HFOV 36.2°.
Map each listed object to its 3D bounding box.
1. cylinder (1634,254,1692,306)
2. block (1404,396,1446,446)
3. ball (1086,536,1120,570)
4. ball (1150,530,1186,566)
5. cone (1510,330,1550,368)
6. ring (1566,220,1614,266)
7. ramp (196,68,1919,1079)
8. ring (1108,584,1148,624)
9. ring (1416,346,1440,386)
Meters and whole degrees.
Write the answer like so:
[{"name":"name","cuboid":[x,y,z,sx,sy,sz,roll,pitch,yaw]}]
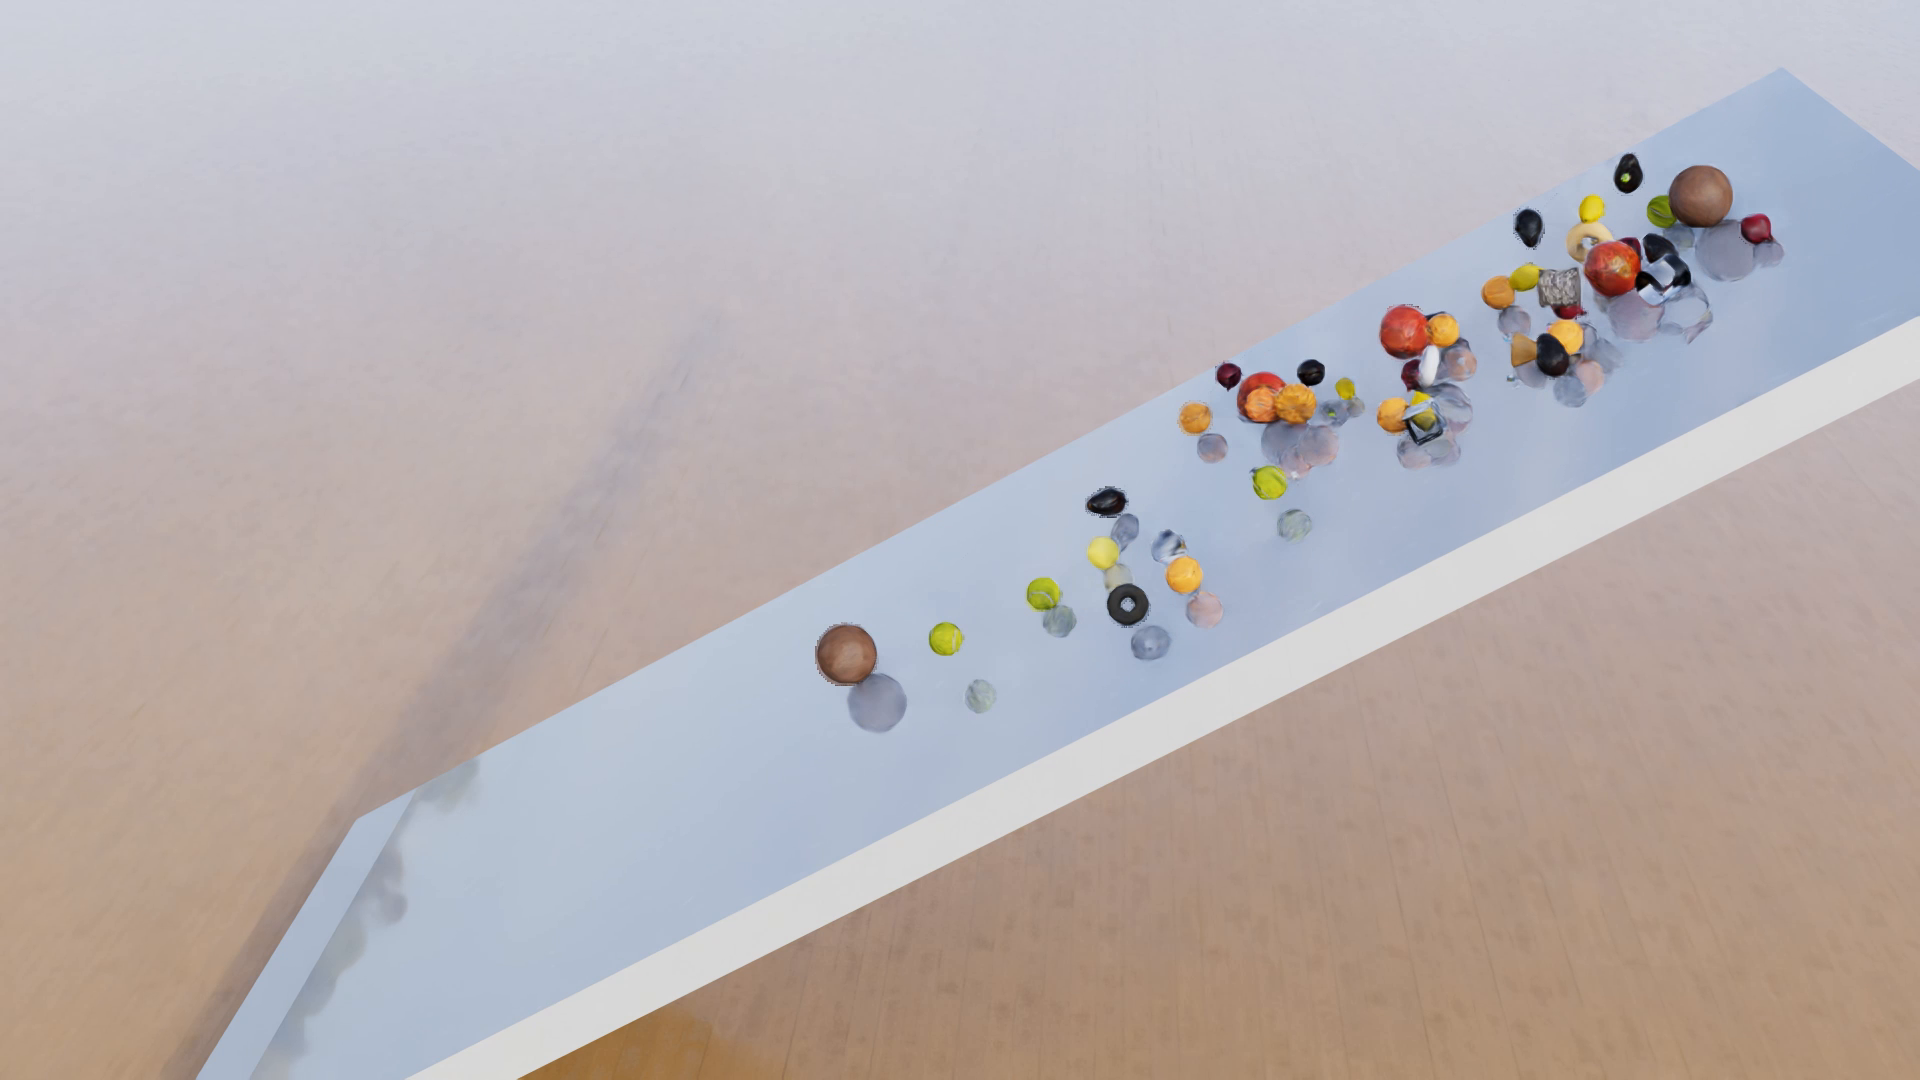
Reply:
[{"name":"cylinder","cuboid":[1.365,-0.505,5.709,0.076,0.076,0.076,-33,31,-21]},{"name":"block","cuboid":[0.911,-0.232,5.766,0.061,0.061,0.061,-25,15,22]},{"name":"ball","cuboid":[0.297,0.027,6.109,0.067,0.067,0.067,0,18,0]},{"name":"ball","cuboid":[0.418,0.016,5.894,0.072,0.072,0.072,0,18,0]},{"name":"cone","cuboid":[1.141,-0.376,5.850,0.073,0.073,0.073,7,20,24]},{"name":"ring","cuboid":[1.314,-0.619,6.137,0.101,0.101,0.034,8,35,22]},{"name":"ramp","cuboid":[0.142,0.167,6.283,4.000,0.100,2.000,-28,15,12]},{"name":"ring","cuboid":[0.324,0.124,5.676,0.080,0.080,0.027,2,-1,6]},{"name":"ring","cuboid":[0.956,-0.355,6.006,0.030,0.089,0.089,17,17,-5]}]
